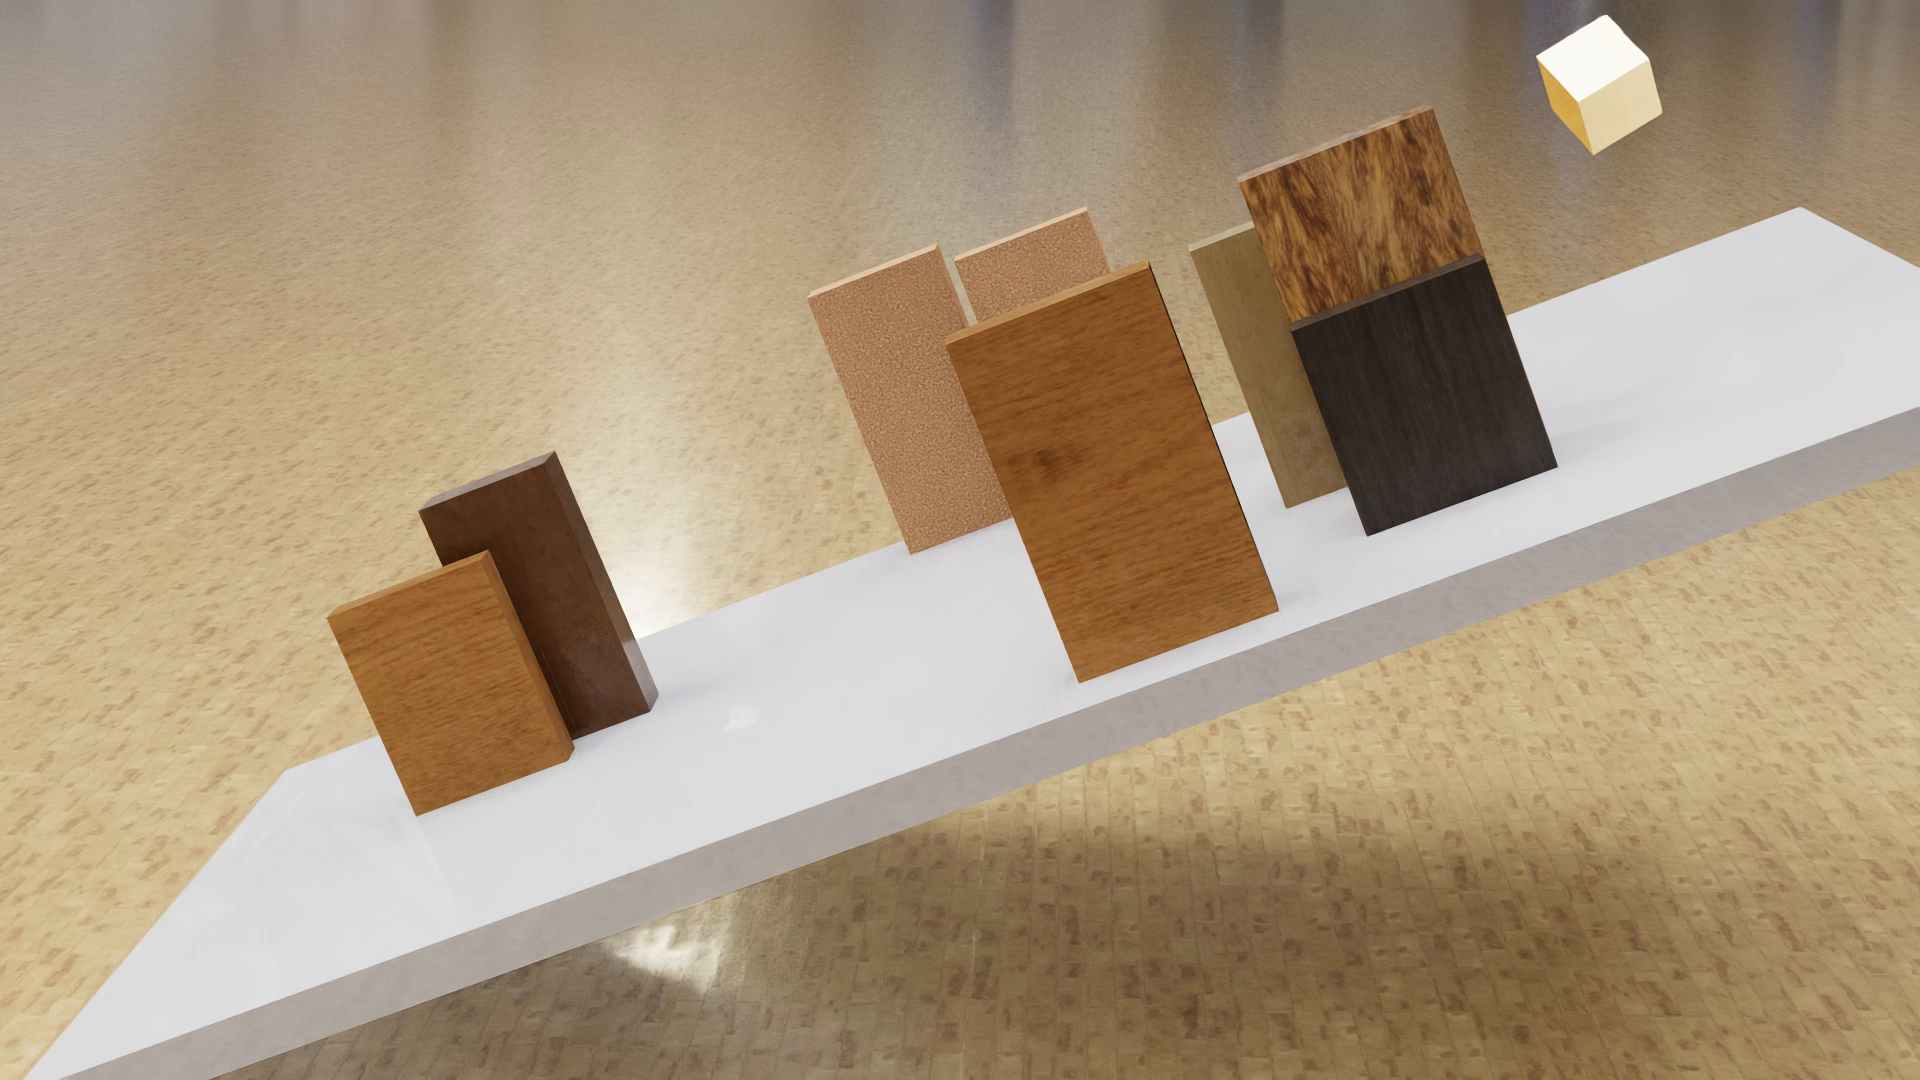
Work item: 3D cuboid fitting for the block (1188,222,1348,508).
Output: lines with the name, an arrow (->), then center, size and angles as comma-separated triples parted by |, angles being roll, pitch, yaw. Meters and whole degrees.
block -> 0.773, -0.411, 6.082 | 0.424, 0.576, 0.102 | -20, 12, 7

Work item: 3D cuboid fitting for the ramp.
ramp -> 0.121, 0.175, 6.293 | 4.000, 0.100, 2.000 | -20, 12, 7

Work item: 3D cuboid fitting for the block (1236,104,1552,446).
block -> 0.851, -0.444, 5.757 | 0.392, 0.711, 0.108 | -20, 12, 7

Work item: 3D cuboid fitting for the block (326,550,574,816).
block -> -1.111, 0.314, 6.438 | 0.365, 0.483, 0.095 | -20, 12, 7

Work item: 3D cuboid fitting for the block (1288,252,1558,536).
block -> 0.888, -0.278, 5.642 | 0.386, 0.429, 0.087 | -20, 12, 7

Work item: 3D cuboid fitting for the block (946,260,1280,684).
block -> 0.282, -0.123, 5.415 | 0.394, 0.681, 0.108 | -20, 12, 7

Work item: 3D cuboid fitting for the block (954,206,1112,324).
block -> 0.257, -0.411, 6.834 | 0.326, 0.646, 0.083 | -20, 12, 7

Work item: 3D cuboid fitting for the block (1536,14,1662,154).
block -> 1.320, -0.939, 6.070 | 0.167, 0.167, 0.167 | -31, 50, 1

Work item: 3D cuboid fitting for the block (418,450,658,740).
block -> -0.939, 0.144, 6.589 | 0.303, 0.607, 0.139 | -20, 12, 7

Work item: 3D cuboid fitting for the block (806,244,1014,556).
block -> -0.087, -0.336, 7.057 | 0.327, 0.669, 0.107 | -20, 12, 7
